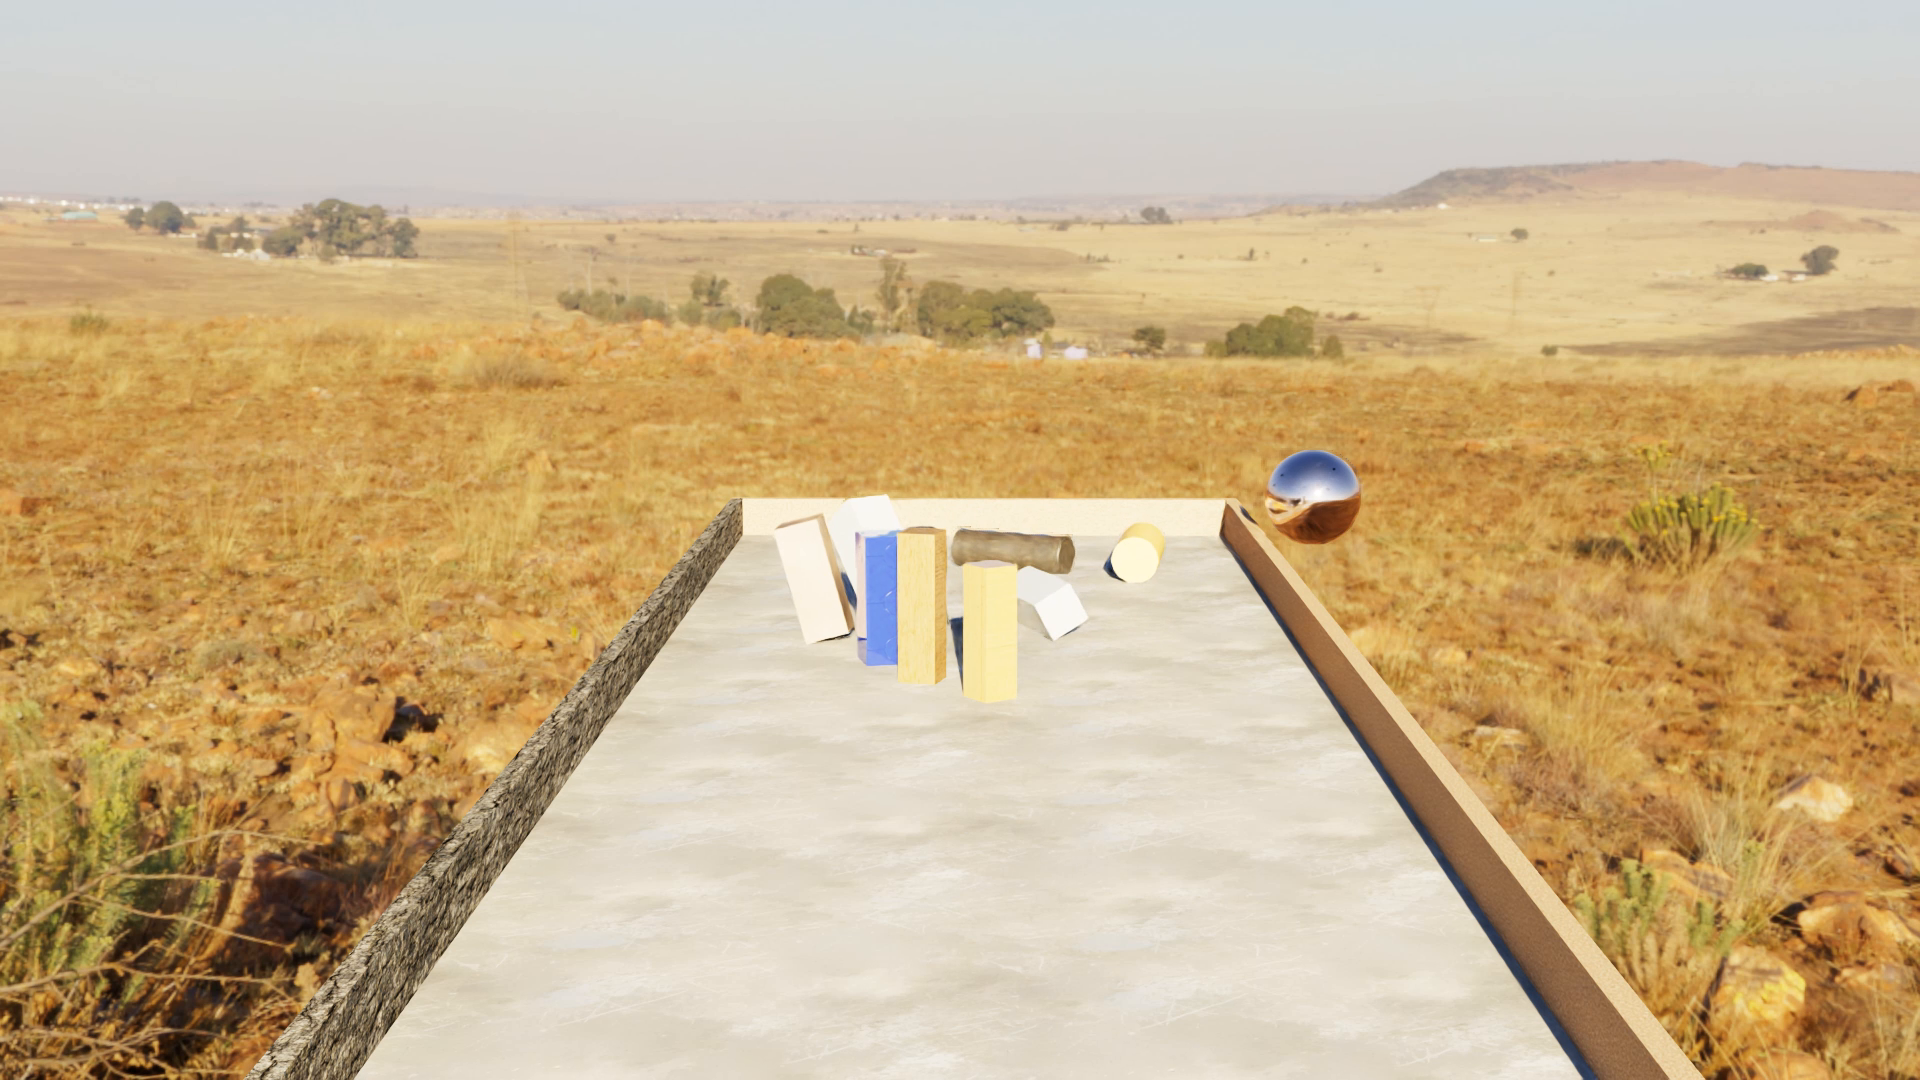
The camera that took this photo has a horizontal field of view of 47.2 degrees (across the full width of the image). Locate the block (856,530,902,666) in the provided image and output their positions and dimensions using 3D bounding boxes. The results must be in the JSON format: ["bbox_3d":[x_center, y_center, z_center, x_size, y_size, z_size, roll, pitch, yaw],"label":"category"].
[{"bbox_3d":[-0.233,0.173,6.662,0.137,0.391,0.137,-3,9,-14],"label":"block"}]

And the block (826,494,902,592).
[{"bbox_3d":[-0.241,0.098,6.928,0.153,0.456,0.153,-8,-25,-39],"label":"block"}]

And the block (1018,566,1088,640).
[{"bbox_3d":[0.262,0.203,7.162,0.136,0.136,0.392,-32,16,-12],"label":"block"}]

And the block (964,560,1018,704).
[{"bbox_3d":[0.085,0.255,6.181,0.108,0.381,0.108,-6,11,-35],"label":"block"}]

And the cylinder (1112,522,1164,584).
[{"bbox_3d":[0.666,0.045,8.188,0.169,0.169,0.376,1,9,9],"label":"cylinder"}]

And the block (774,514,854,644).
[{"bbox_3d":[-0.461,0.121,6.973,0.141,0.375,0.141,-15,7,7],"label":"block"}]

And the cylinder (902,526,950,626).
[{"bbox_3d":[-0.136,0.127,7.077,0.166,0.316,0.166,-7,-11,-1],"label":"cylinder"}]

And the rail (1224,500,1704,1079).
[{"bbox_3d":[1.046,0.843,3.208,0.050,0.150,12.000,0,9,1],"label":"rail"}]

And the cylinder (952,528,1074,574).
[{"bbox_3d":[0.199,0.043,8.277,0.442,0.144,0.144,4,10,25],"label":"cylinder"}]

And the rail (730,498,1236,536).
[{"bbox_3d":[0.099,-0.098,9.147,2.100,0.150,0.050,0,9,1],"label":"rail"}]

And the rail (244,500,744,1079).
[{"bbox_3d":[-1.004,0.839,3.234,0.050,0.150,12.000,0,9,1],"label":"rail"}]

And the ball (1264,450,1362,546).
[{"bbox_3d":[1.310,-0.158,8.162,0.355,0.355,0.355,0,9,0],"label":"ball"}]

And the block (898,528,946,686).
[{"bbox_3d":[-0.110,0.192,6.396,0.113,0.440,0.113,3,9,17],"label":"block"}]
